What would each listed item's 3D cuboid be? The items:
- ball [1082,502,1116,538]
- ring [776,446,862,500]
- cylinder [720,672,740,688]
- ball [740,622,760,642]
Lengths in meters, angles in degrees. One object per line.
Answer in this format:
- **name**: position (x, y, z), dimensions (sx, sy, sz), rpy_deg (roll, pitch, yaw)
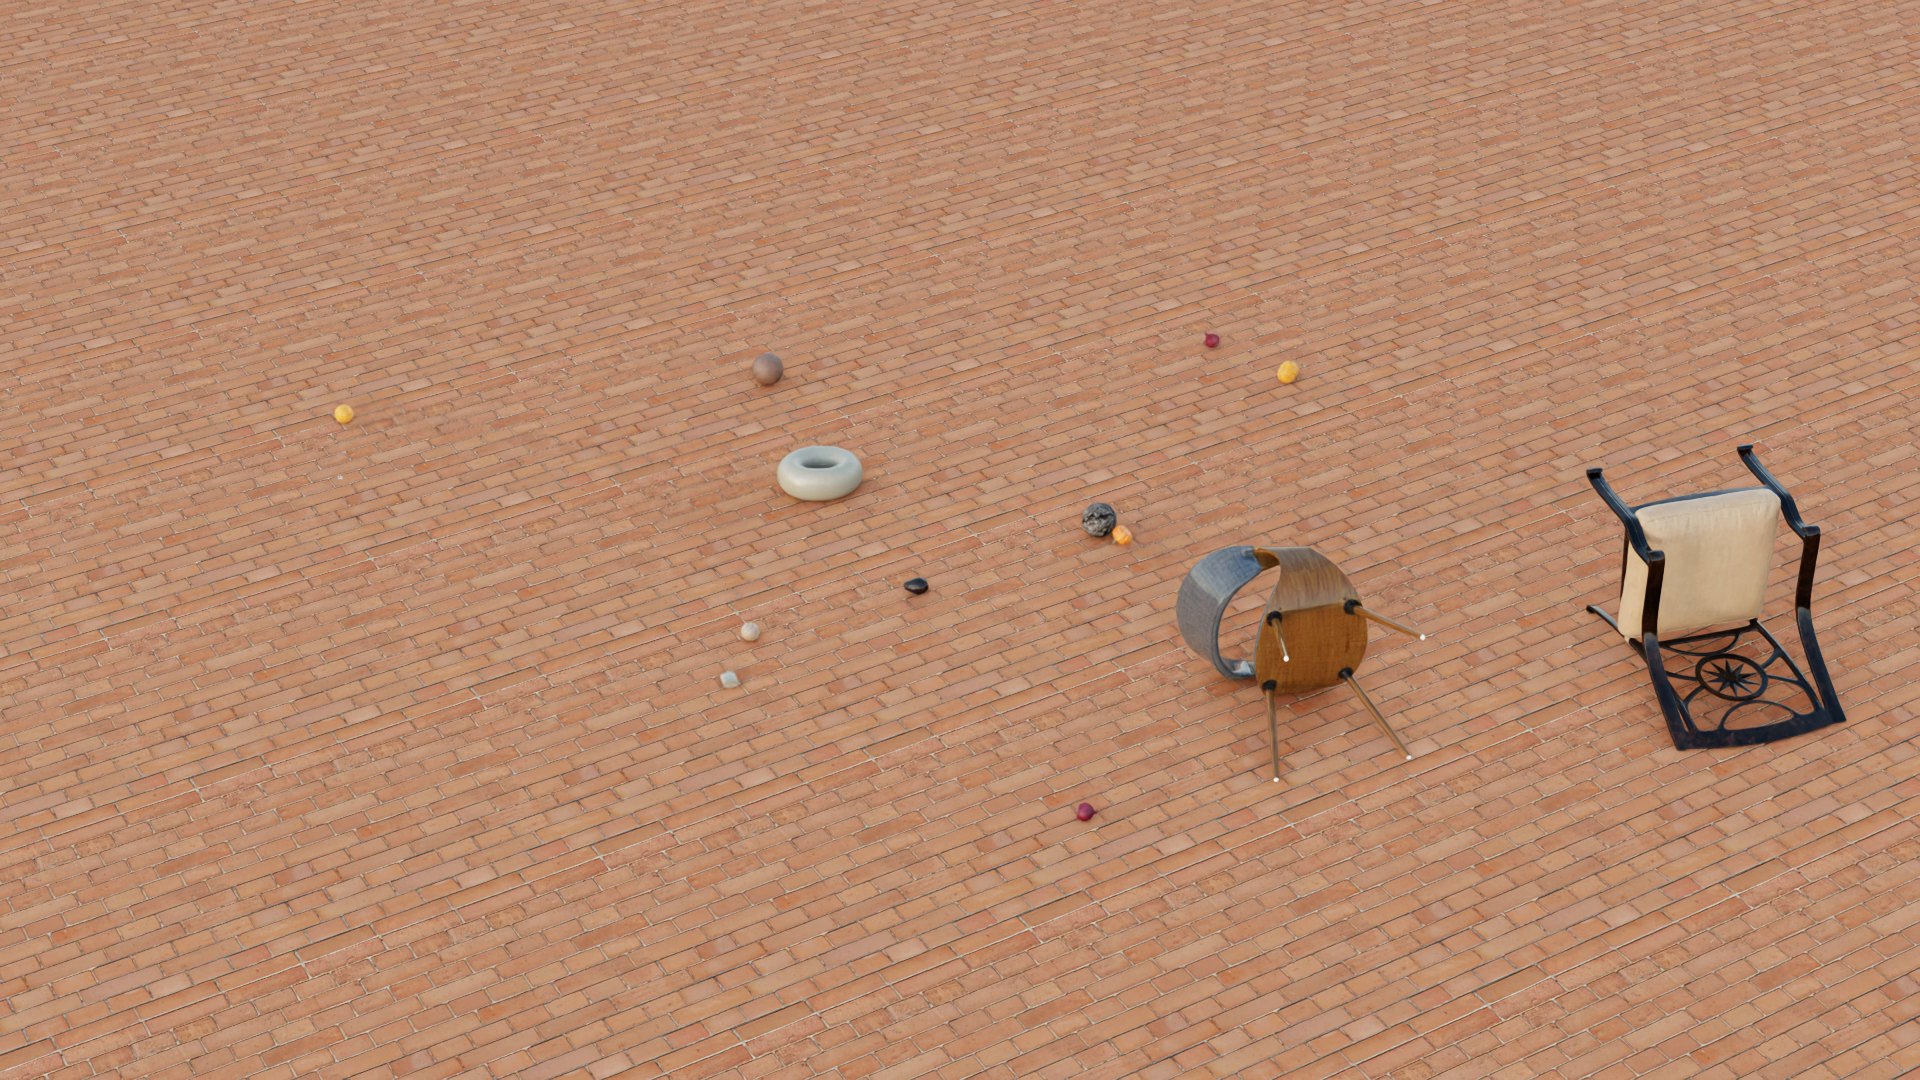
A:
- **ball**: position (0.520, -0.075, 10.941), dimensions (0.129, 0.129, 0.129), rpy_deg (0, 33, 0)
- **ring**: position (-0.536, -0.255, 11.213), dimensions (0.330, 0.133, 0.262), rpy_deg (-4, 32, -7)
- **cylinder**: position (-0.800, 0.487, 10.179), dimensions (0.055, 0.030, 0.056), rpy_deg (-11, 35, -13)
- **ball**: position (-0.744, 0.325, 10.391), dimensions (0.066, 0.066, 0.066), rpy_deg (0, 33, 0)
